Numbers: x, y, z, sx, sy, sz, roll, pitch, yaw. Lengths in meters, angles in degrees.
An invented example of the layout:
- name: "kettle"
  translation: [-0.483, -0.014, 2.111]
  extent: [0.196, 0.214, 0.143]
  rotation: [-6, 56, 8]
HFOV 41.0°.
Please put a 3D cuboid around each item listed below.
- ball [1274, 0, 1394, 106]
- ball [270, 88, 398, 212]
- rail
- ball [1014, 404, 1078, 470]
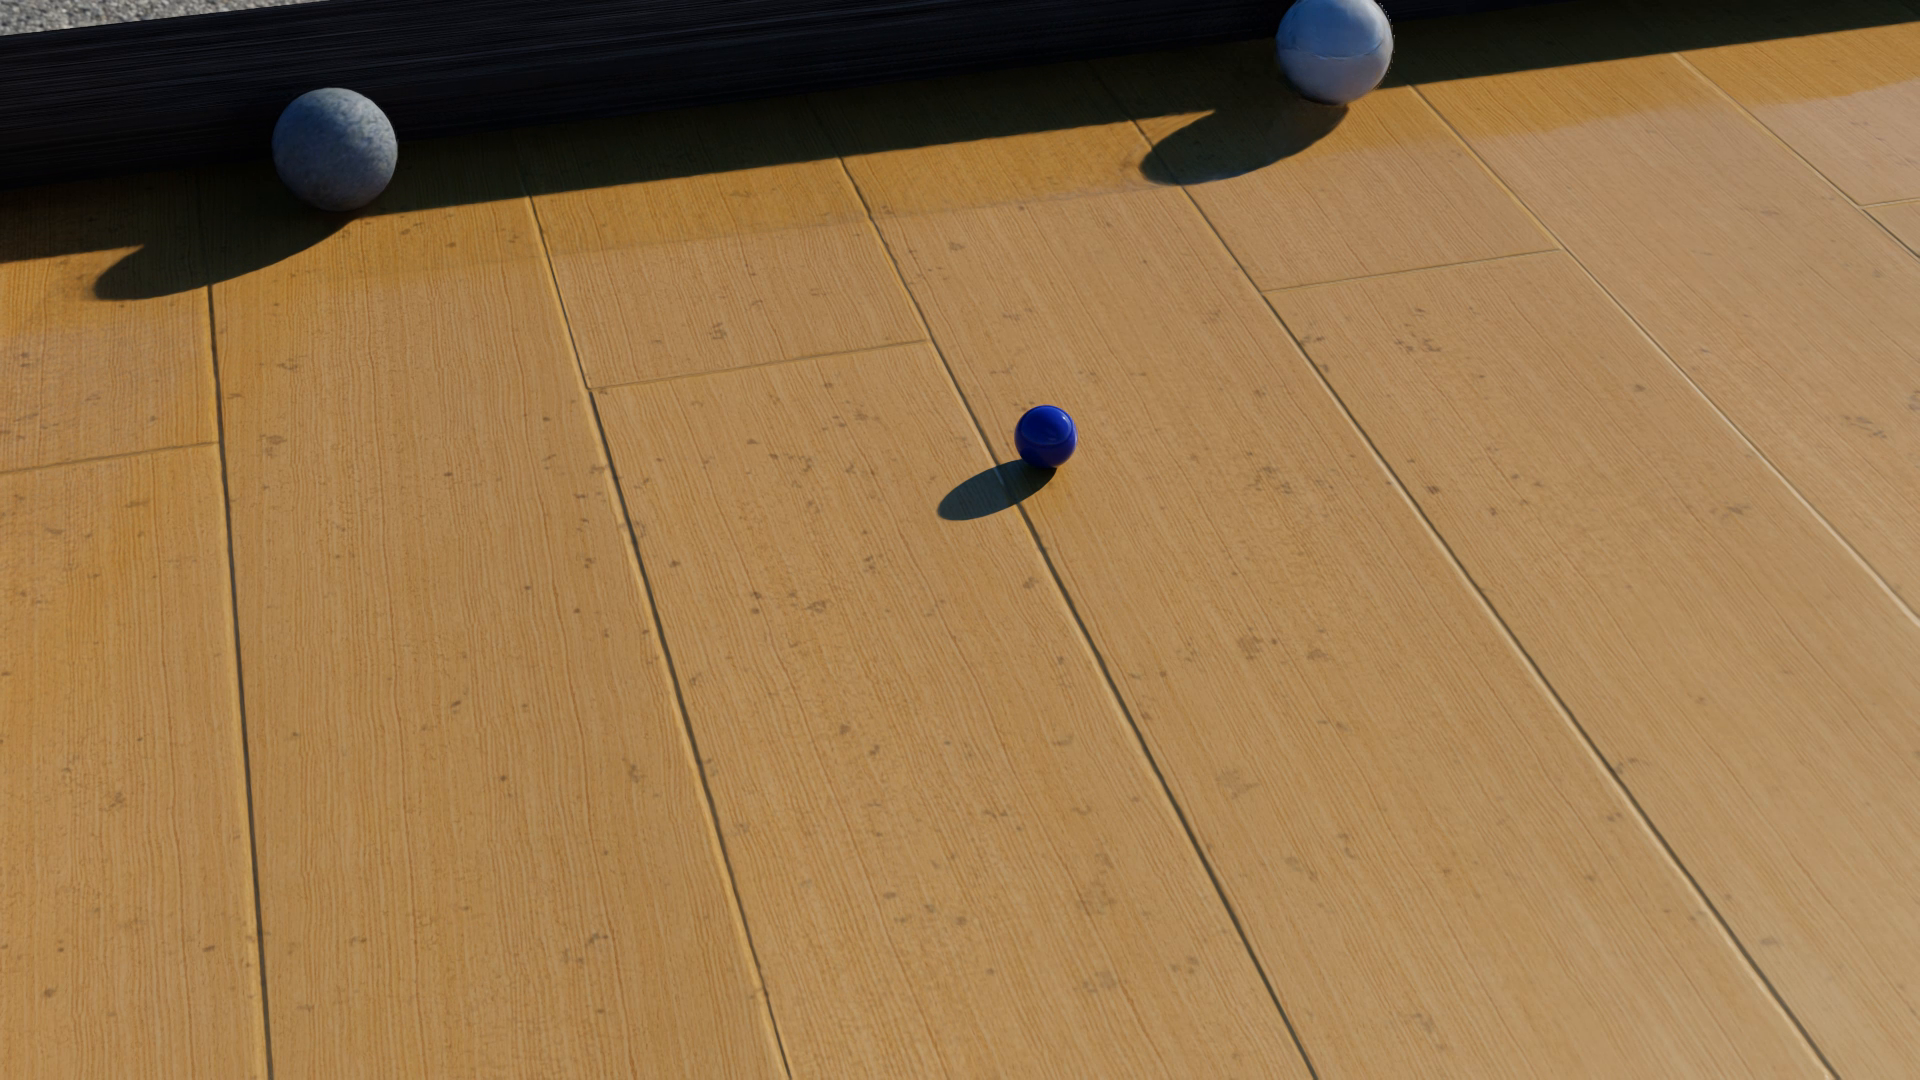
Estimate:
- name: "ball"
  translation: [0.311, -0.411, 2.135]
  extent: [0.098, 0.098, 0.098]
  rotation: [0, 36, 0]
- name: "ball"
  translation: [-0.484, -0.302, 1.986]
  extent: [0.095, 0.095, 0.095]
  rotation: [0, 36, 0]
- name: "rail"
  translation: [0.479, -0.516, 2.255]
  extent: [2.745, 0.127, 0.045]
  rotation: [-9, 37, -12]
- name: "ball"
  translation: [0.057, -0.068, 1.705]
  extent: [0.043, 0.043, 0.043]
  rotation: [0, 36, 0]
